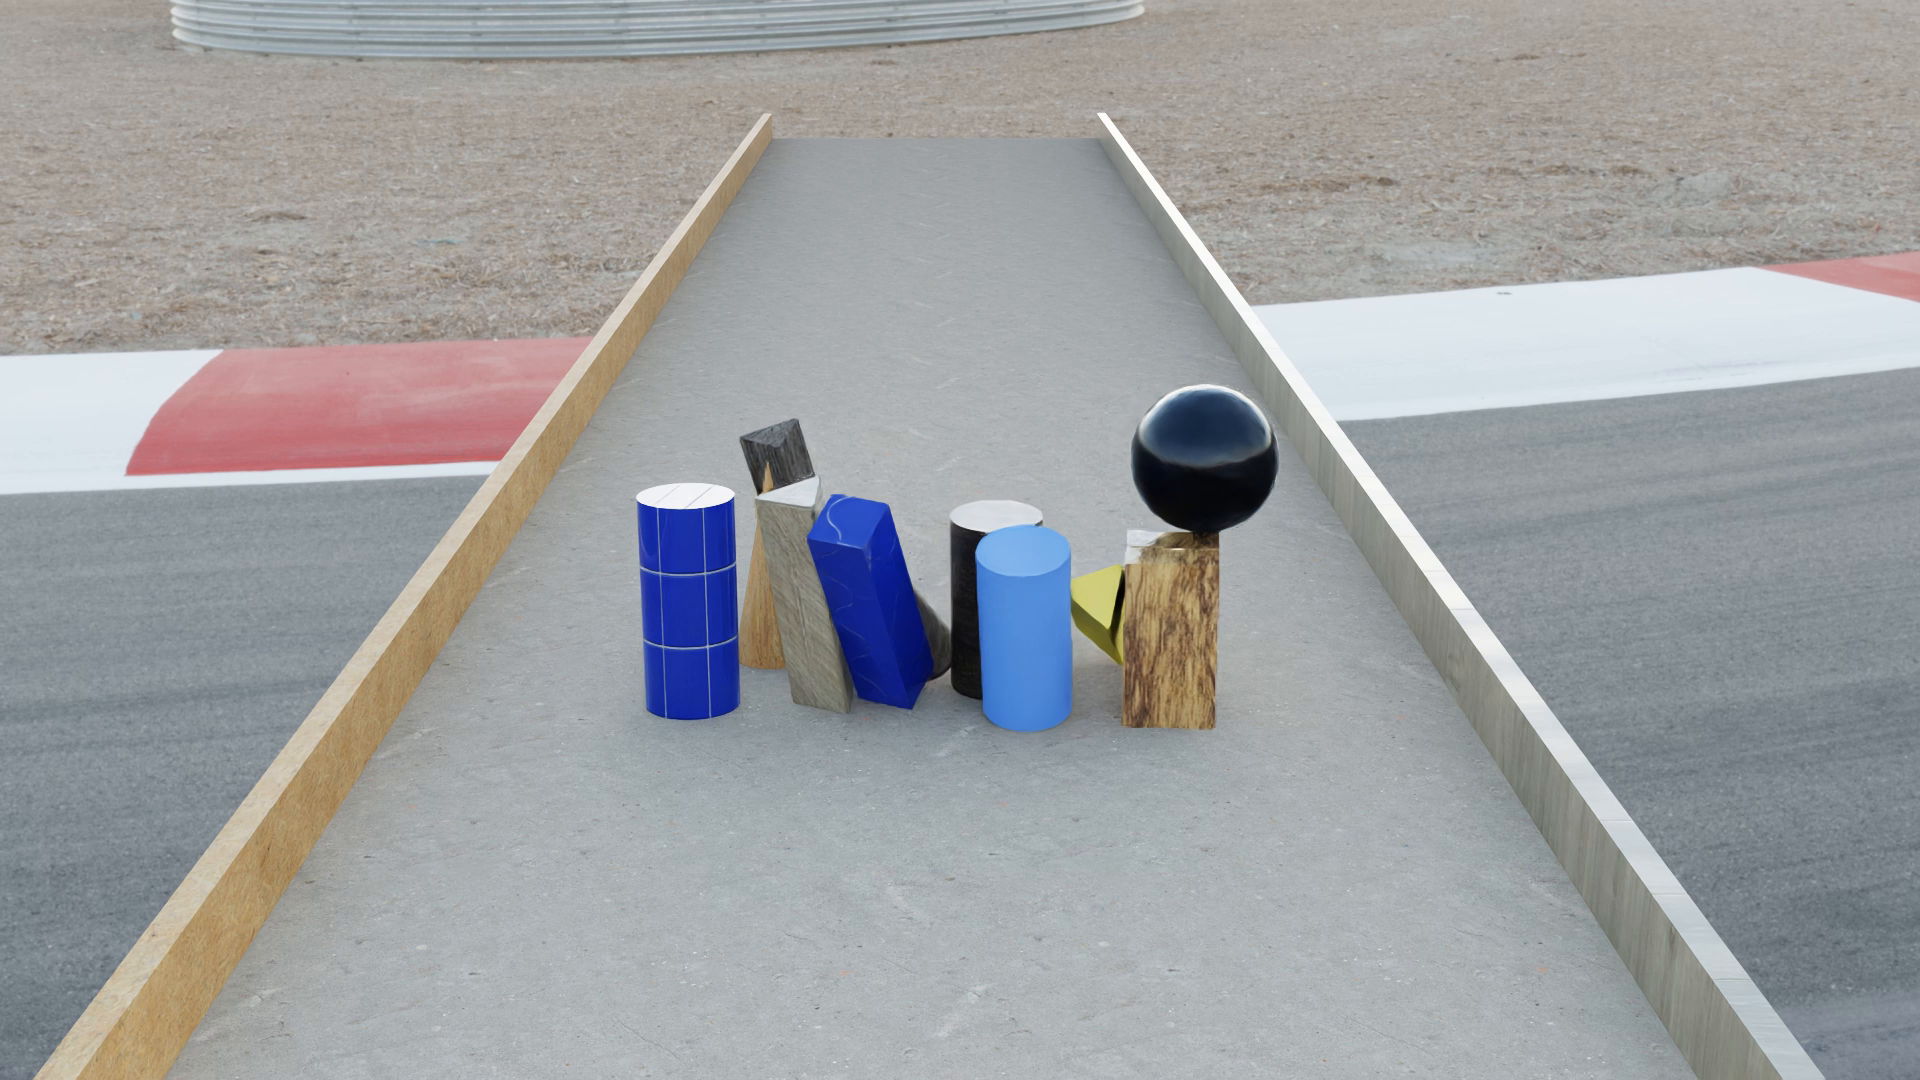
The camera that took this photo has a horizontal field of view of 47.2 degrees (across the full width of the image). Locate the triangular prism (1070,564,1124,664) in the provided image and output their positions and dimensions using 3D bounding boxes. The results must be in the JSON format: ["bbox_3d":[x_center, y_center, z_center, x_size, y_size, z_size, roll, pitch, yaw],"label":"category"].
[{"bbox_3d":[0.287,0.128,4.215,0.120,0.104,0.397,41,-5,14],"label":"triangular prism"}]

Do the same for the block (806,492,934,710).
[{"bbox_3d":[-0.159,0.118,4.036,0.112,0.456,0.112,11,52,22],"label":"block"}]

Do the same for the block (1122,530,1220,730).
[{"bbox_3d":[0.390,0.166,4.078,0.169,0.325,0.169,2,21,5],"label":"block"}]

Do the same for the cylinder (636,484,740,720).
[{"bbox_3d":[-0.507,0.115,4.122,0.180,0.410,0.180,0,17,0],"label":"cylinder"}]

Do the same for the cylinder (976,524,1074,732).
[{"bbox_3d":[0.120,0.162,4.018,0.169,0.344,0.169,-2,33,1],"label":"cylinder"}]

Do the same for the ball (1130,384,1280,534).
[{"bbox_3d":[0.453,-0.151,4.077,0.276,0.276,0.276,0,17,0],"label":"ball"}]

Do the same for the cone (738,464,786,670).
[{"bbox_3d":[-0.378,0.038,4.380,0.153,0.410,0.153,0,17,0],"label":"cone"}]

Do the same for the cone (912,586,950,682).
[{"bbox_3d":[-0.119,0.105,4.154,0.142,0.420,0.142,-7,56,10],"label":"cone"}]

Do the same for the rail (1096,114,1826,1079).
[{"bbox_3d":[0.932,-0.844,7.801,0.050,0.150,12.000,0,17,-1],"label":"rail"}]

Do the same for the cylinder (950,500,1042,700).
[{"bbox_3d":[0.069,0.115,4.213,0.176,0.345,0.176,0,21,0],"label":"cylinder"}]

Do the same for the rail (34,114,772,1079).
[{"bbox_3d":[-1.118,-0.838,7.780,0.050,0.150,12.000,0,17,-1],"label":"rail"}]

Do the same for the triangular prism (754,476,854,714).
[{"bbox_3d":[-0.262,0.100,4.102,0.129,0.432,0.112,9,30,31],"label":"triangular prism"}]

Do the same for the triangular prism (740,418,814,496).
[{"bbox_3d":[-0.318,-0.037,4.558,0.107,0.436,0.123,-35,33,-33],"label":"triangular prism"}]
